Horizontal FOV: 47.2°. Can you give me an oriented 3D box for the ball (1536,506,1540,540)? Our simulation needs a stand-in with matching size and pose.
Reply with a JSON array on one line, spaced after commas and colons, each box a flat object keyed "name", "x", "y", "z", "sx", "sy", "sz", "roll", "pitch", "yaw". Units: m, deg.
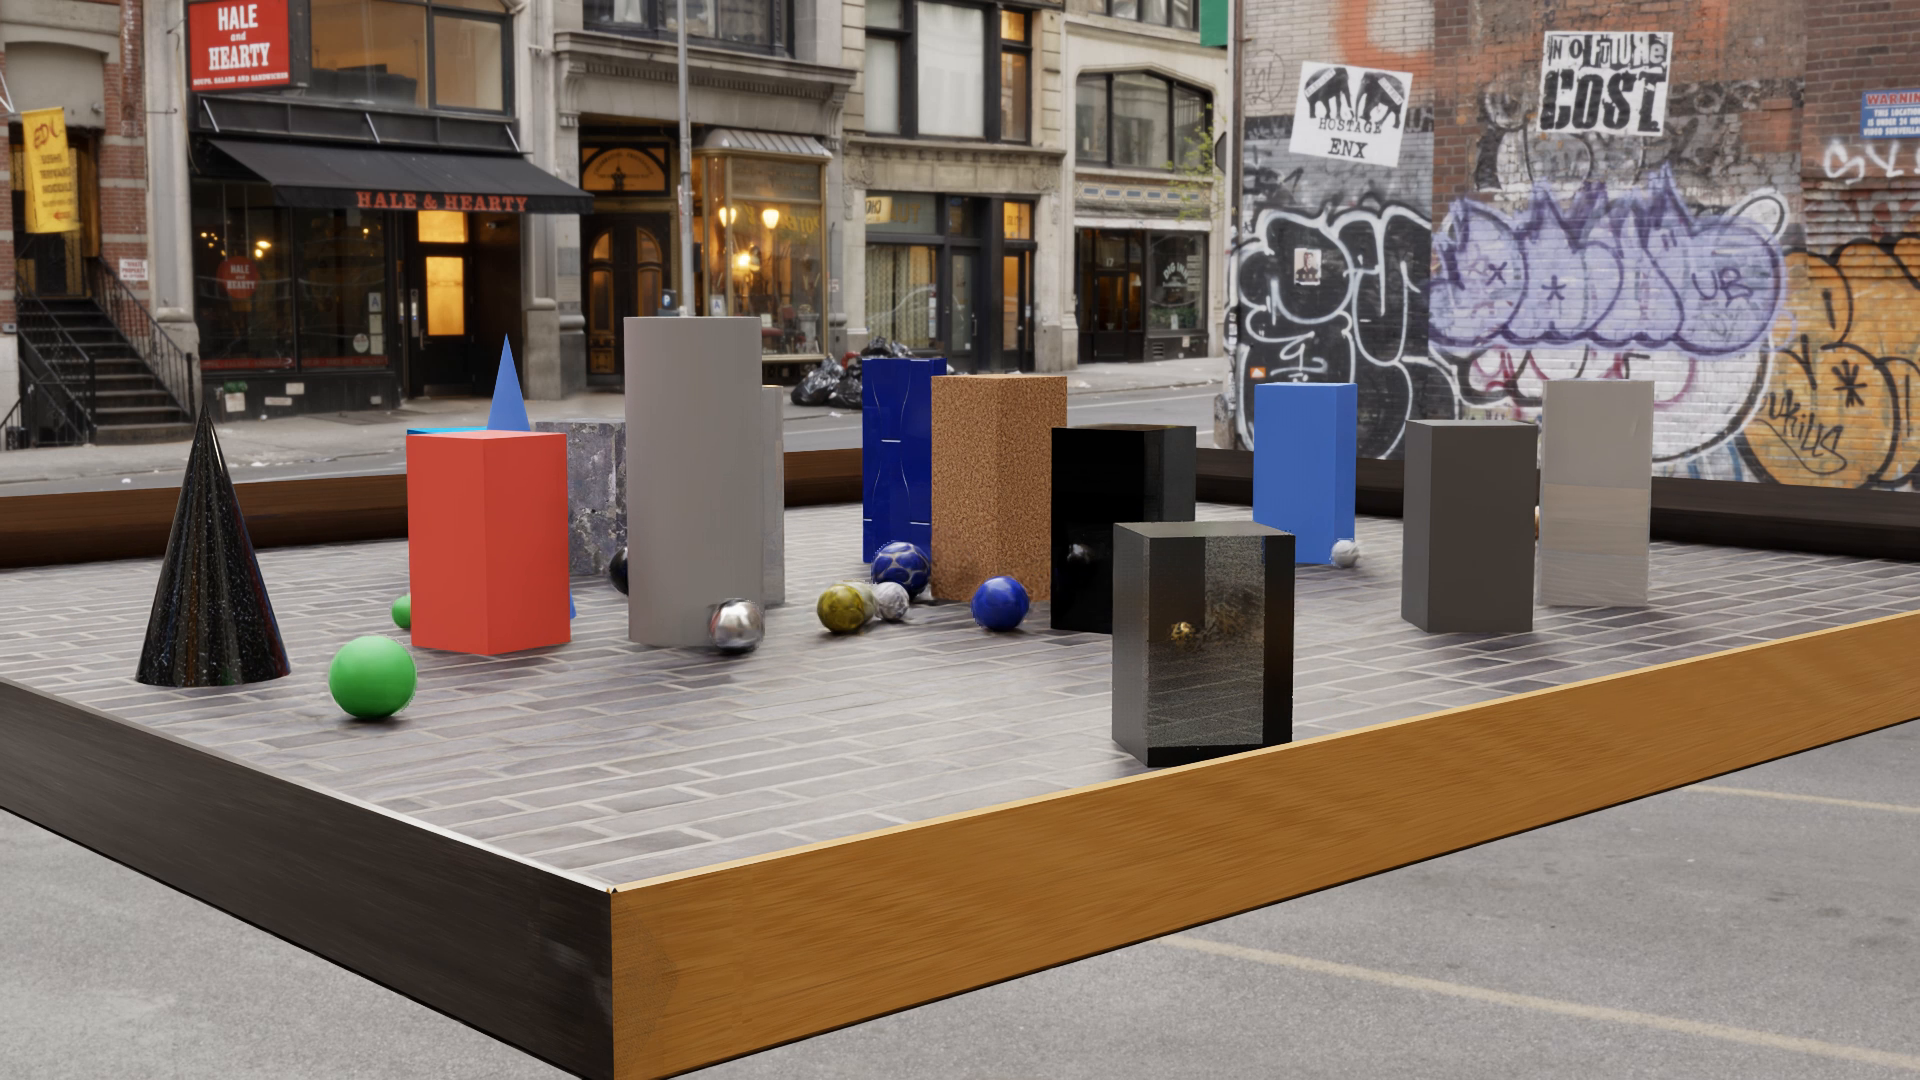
[{"name": "ball", "x": 1.109, "y": -0.033, "z": 4.185, "sx": 0.065, "sy": 0.065, "sz": 0.065, "roll": 0, "pitch": 6, "yaw": 0}]

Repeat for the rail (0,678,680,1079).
[{"name": "rail", "x": -1.138, "y": 0.142, "z": 2.288, "sx": 0.045, "sy": 0.118, "sz": 2.831, "roll": -6, "pitch": 8, "yaw": -42}]

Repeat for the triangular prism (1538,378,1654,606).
[{"name": "triangular prism", "x": 0.948, "y": -0.076, "z": 3.319, "sx": 0.157, "sy": 0.334, "sz": 0.136, "roll": 1, "pitch": 6, "yaw": 7}]

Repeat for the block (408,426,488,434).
[{"name": "block", "x": -0.848, "y": -0.072, "z": 3.757, "sx": 0.145, "sy": 0.233, "sz": 0.145, "roll": -4, "pitch": 7, "yaw": -31}]

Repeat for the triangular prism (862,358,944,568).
[{"name": "triangular prism", "x": -0.066, "y": -0.139, "z": 3.823, "sx": 0.157, "sy": 0.353, "sz": 0.136, "roll": 4, "pitch": 7, "yaw": 34}]

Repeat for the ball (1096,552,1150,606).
[{"name": "ball", "x": 0.243, "y": 0.058, "z": 3.269, "sx": 0.079, "sy": 0.079, "sz": 0.079, "roll": 0, "pitch": 6, "yaw": 0}]

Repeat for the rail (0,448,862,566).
[{"name": "rail", "x": -0.944, "y": -0.078, "z": 4.350, "sx": 3.145, "sy": 0.118, "sz": 0.045, "roll": -6, "pitch": 8, "yaw": -42}]

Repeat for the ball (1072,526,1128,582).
[{"name": "ball", "x": 0.224, "y": 0.023, "z": 3.545, "sx": 0.090, "sy": 0.090, "sz": 0.090, "roll": 0, "pitch": 6, "yaw": 0}]

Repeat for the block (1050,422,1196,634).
[{"name": "block", "x": 0.226, "y": -0.018, "z": 3.041, "sx": 0.145, "sy": 0.278, "sz": 0.145, "roll": 4, "pitch": 7, "yaw": 34}]

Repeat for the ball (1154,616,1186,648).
[{"name": "ball", "x": 0.274, "y": 0.120, "z": 2.862, "sx": 0.042, "sy": 0.042, "sz": 0.042, "roll": 0, "pitch": 6, "yaw": 0}]

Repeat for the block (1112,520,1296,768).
[{"name": "block", "x": 0.240, "y": 0.100, "z": 2.196, "sx": 0.145, "sy": 0.224, "sz": 0.145, "roll": -1, "pitch": 6, "yaw": -10}]

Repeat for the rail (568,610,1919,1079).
[{"name": "rail", "x": 0.944, "y": 0.139, "z": 2.315, "sx": 3.145, "sy": 0.118, "sz": 0.045, "roll": -6, "pitch": 8, "yaw": -42}]

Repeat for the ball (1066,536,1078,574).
[{"name": "ball", "x": 0.204, "y": 0.024, "z": 3.642, "sx": 0.067, "sy": 0.067, "sz": 0.067, "roll": 0, "pitch": 6, "yaw": 0}]

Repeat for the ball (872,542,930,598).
[{"name": "ball", "x": -0.088, "y": 0.047, "z": 3.333, "sx": 0.088, "sy": 0.088, "sz": 0.088, "roll": 0, "pitch": 6, "yaw": 0}]

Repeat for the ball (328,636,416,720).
[{"name": "ball", "x": -0.633, "y": 0.148, "z": 2.370, "sx": 0.091, "sy": 0.091, "sz": 0.091, "roll": 0, "pitch": 6, "yaw": 0}]

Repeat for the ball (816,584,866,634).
[{"name": "ball", "x": -0.161, "y": 0.093, "z": 2.995, "sx": 0.067, "sy": 0.067, "sz": 0.067, "roll": 0, "pitch": 6, "yaw": 0}]

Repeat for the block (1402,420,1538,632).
[{"name": "block", "x": 0.707, "y": -0.022, "z": 3.060, "sx": 0.145, "sy": 0.283, "sz": 0.145, "roll": 0, "pitch": 6, "yaw": -3}]

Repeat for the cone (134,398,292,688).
[{"name": "cone", "x": -0.903, "y": -0.005, "z": 2.645, "sx": 0.182, "sy": 0.337, "sz": 0.182, "roll": 0, "pitch": 6, "yaw": 0}]

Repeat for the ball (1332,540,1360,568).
[{"name": "ball", "x": 0.657, "y": 0.023, "z": 3.751, "sx": 0.047, "sy": 0.047, "sz": 0.047, "roll": 0, "pitch": 6, "yaw": 0}]

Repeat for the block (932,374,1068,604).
[{"name": "block", "x": 0.059, "y": -0.080, "z": 3.344, "sx": 0.145, "sy": 0.337, "sz": 0.145, "roll": -6, "pitch": 8, "yaw": -42}]

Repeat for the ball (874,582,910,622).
[{"name": "ball", "x": -0.099, "y": 0.087, "z": 3.105, "sx": 0.057, "sy": 0.057, "sz": 0.057, "roll": 0, "pitch": 6, "yaw": 0}]

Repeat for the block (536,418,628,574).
[{"name": "block", "x": -0.615, "y": -0.076, "z": 3.717, "sx": 0.145, "sy": 0.251, "sz": 0.145, "roll": 2, "pitch": 6, "yaw": 18}]

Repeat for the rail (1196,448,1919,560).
[{"name": "rail", "x": 1.138, "y": -0.081, "z": 4.377, "sx": 0.045, "sy": 0.118, "sz": 2.831, "roll": -6, "pitch": 8, "yaw": -42}]

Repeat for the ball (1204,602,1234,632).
[{"name": "ball", "x": 0.355, "y": 0.105, "z": 3.006, "sx": 0.041, "sy": 0.041, "sz": 0.041, "roll": 0, "pitch": 6, "yaw": 0}]

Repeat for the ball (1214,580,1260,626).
[{"name": "ball", "x": 0.383, "y": 0.087, "z": 3.046, "sx": 0.063, "sy": 0.063, "sz": 0.063, "roll": 0, "pitch": 6, "yaw": 0}]

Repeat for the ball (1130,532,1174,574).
[{"name": "ball", "x": 0.317, "y": 0.021, "z": 3.642, "sx": 0.072, "sy": 0.072, "sz": 0.072, "roll": 0, "pitch": 6, "yaw": 0}]

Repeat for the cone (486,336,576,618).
[{"name": "cone", "x": -0.641, "y": -0.092, "z": 3.131, "sx": 0.182, "sy": 0.406, "sz": 0.182, "roll": 0, "pitch": 6, "yaw": 0}]

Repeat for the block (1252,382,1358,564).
[{"name": "block", "x": 0.607, "y": -0.121, "z": 3.870, "sx": 0.145, "sy": 0.307, "sz": 0.145, "roll": 3, "pitch": 7, "yaw": 24}]

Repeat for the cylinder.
[{"name": "cylinder", "x": -0.354, "y": -0.083, "z": 2.940, "sx": 0.182, "sy": 0.429, "sz": 0.182, "roll": 0, "pitch": 6, "yaw": 0}]

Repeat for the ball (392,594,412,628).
[{"name": "ball", "x": -0.761, "y": 0.099, "z": 3.036, "sx": 0.047, "sy": 0.047, "sz": 0.047, "roll": 0, "pitch": 6, "yaw": 0}]

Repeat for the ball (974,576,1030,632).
[{"name": "ball", "x": 0.056, "y": 0.087, "z": 3.009, "sx": 0.077, "sy": 0.077, "sz": 0.077, "roll": 0, "pitch": 6, "yaw": 0}]

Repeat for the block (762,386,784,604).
[{"name": "block", "x": -0.366, "y": -0.068, "z": 3.291, "sx": 0.145, "sy": 0.325, "sz": 0.145, "roll": -6, "pitch": 8, "yaw": -43}]

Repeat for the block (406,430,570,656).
[{"name": "block", "x": -0.619, "y": -0.001, "z": 2.889, "sx": 0.145, "sy": 0.276, "sz": 0.145, "roll": 4, "pitch": 7, "yaw": 35}]

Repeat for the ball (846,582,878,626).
[{"name": "ball", "x": -0.147, "y": 0.089, "z": 3.058, "sx": 0.063, "sy": 0.063, "sz": 0.063, "roll": 0, "pitch": 6, "yaw": 0}]

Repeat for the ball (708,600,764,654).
[{"name": "ball", "x": -0.287, "y": 0.111, "z": 2.814, "sx": 0.070, "sy": 0.070, "sz": 0.070, "roll": 0, "pitch": 6, "yaw": 0}]

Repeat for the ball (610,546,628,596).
[{"name": "ball", "x": -0.497, "y": 0.047, "z": 3.368, "sx": 0.080, "sy": 0.080, "sz": 0.080, "roll": 0, "pitch": 6, "yaw": 0}]

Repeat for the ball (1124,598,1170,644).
[{"name": "ball", "x": 0.248, "y": 0.107, "z": 2.904, "sx": 0.060, "sy": 0.060, "sz": 0.060, "roll": 0, "pitch": 6, "yaw": 0}]
